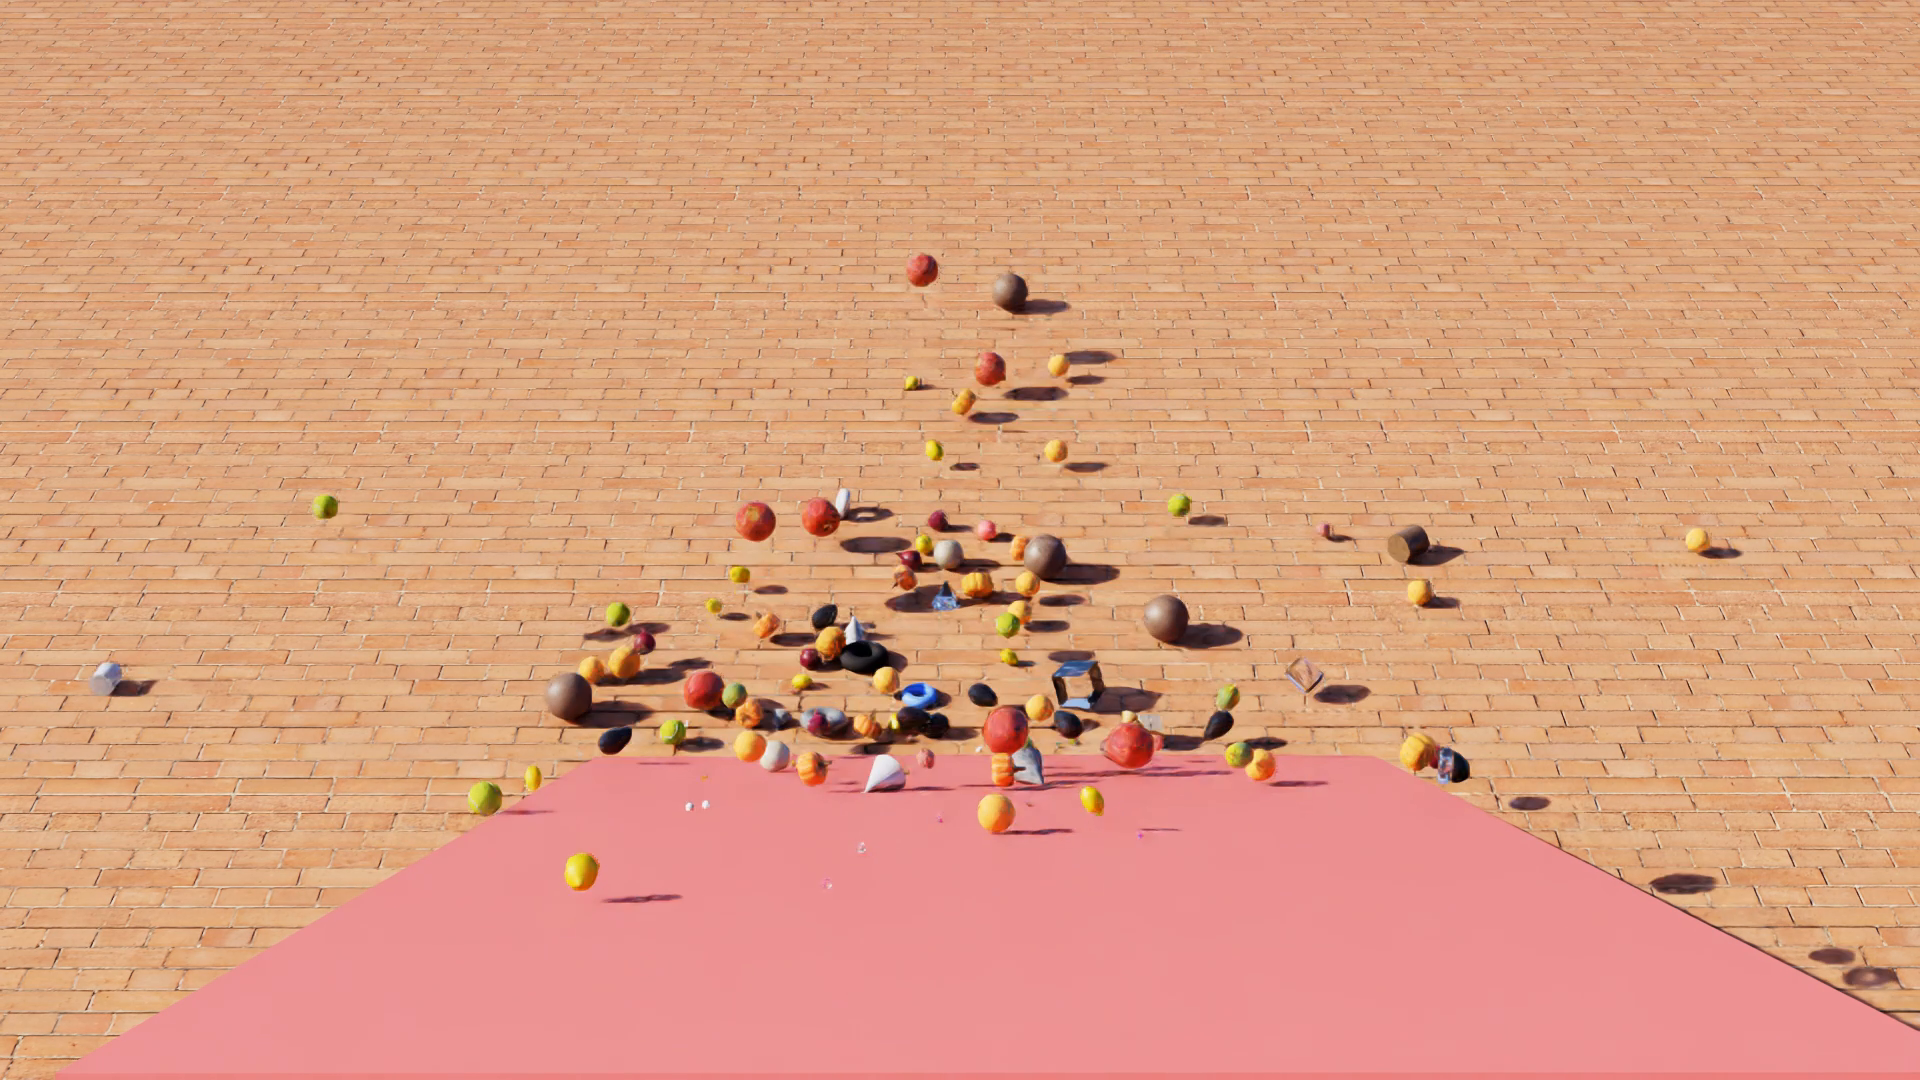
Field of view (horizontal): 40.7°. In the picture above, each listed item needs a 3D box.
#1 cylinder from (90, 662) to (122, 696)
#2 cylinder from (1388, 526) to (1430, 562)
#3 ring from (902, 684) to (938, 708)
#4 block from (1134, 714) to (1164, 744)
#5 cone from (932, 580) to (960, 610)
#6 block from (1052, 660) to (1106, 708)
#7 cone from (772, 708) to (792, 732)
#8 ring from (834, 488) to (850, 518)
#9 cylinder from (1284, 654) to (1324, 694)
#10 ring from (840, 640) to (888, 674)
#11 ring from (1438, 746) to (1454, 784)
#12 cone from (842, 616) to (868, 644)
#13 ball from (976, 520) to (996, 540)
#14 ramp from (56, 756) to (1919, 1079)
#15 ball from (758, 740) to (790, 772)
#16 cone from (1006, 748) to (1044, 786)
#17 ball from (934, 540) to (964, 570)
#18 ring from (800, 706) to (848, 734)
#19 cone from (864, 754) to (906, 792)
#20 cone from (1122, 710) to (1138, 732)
[{"bbox_3d":[-2.332,0.378,7.068,0.066,0.066,0.066,3,31,6],"label":"cylinder"},{"bbox_3d":[1.330,0.011,7.681,0.088,0.088,0.088,-23,37,-34],"label":"cylinder"},{"bbox_3d":[-0.110,0.423,7.030,0.097,0.032,0.097,0,31,0],"label":"ring"},{"bbox_3d":[0.499,0.499,6.835,0.057,0.057,0.057,2,50,-14],"label":"block"},{"bbox_3d":[-0.041,0.149,7.452,0.081,0.081,0.081,0,30,0],"label":"cone"},{"bbox_3d":[0.321,0.389,7.002,0.095,0.095,0.095,-2,25,33],"label":"block"},{"bbox_3d":[-0.482,0.489,6.923,0.055,0.055,0.055,8,58,14],"label":"cone"},{"bbox_3d":[-0.358,-0.112,7.893,0.031,0.094,0.094,14,27,-15],"label":"ring"},{"bbox_3d":[0.934,0.364,7.022,0.076,0.076,0.076,44,37,-3],"label":"cylinder"},{"bbox_3d":[-0.265,0.325,7.186,0.136,0.045,0.136,0,29,0],"label":"ring"},{"bbox_3d":[1.056,0.491,5.629,0.028,0.083,0.083,6,31,16],"label":"ring"},{"bbox_3d":[-0.297,0.243,7.292,0.078,0.078,0.078,0,30,0],"label":"cone"},{"bbox_3d":[0.081,-0.029,7.778,0.060,0.060,0.060,0,30,0],"label":"ball"},{"bbox_3d":[0.068,0.602,4.663,2.000,0.100,4.000,0,0,0],"label":"ramp"},{"bbox_3d":[-0.443,0.517,6.190,0.076,0.076,0.076,0,30,0],"label":"ball"},{"bbox_3d":[0.167,0.531,5.851,0.092,0.092,0.092,-14,32,-23],"label":"cone"},{"bbox_3d":[-0.033,0.042,7.625,0.090,0.090,0.090,0,30,0],"label":"ball"},{"bbox_3d":[-0.364,0.481,6.906,0.126,0.042,0.126,3,20,-1],"label":"ring"},{"bbox_3d":[-0.182,0.533,5.691,0.091,0.091,0.091,22,40,32],"label":"cone"},{"bbox_3d":[0.447,0.494,6.916,0.054,0.054,0.054,15,60,24],"label":"cone"}]
